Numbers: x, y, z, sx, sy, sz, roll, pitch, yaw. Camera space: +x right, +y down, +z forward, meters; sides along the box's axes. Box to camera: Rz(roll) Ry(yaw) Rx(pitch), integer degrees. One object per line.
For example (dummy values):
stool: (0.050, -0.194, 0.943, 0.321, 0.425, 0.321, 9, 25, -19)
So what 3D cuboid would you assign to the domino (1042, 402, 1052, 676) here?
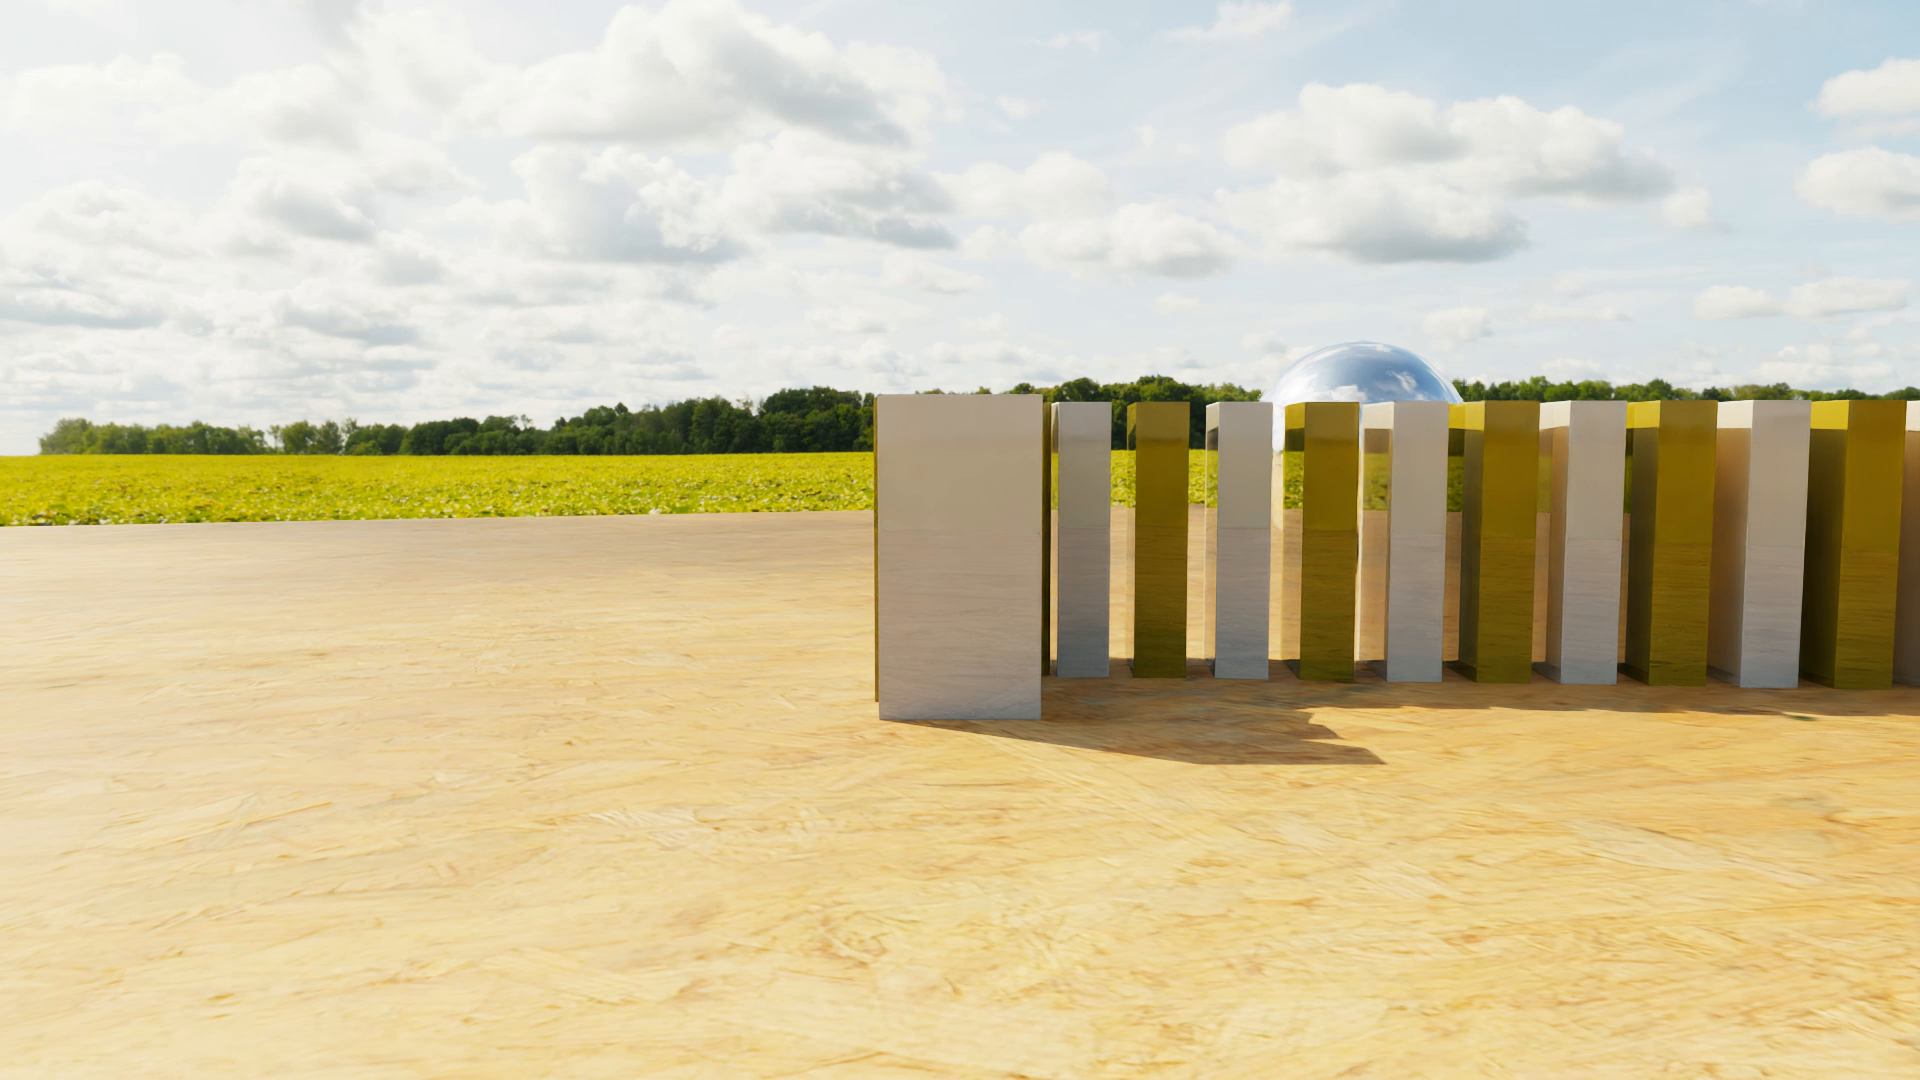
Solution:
domino: (0.007, -0.001, 0.244, 0.009, 0.050, 0.025, -2, 5, -24)

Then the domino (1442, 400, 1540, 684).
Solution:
domino: (0.097, 0.000, 0.239, 0.009, 0.050, 0.025, 0, 4, 3)

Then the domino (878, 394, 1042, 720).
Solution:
domino: (0.000, 0.002, 0.201, 0.025, 0.050, 0.010, 0, 4, 0)

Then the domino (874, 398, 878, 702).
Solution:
domino: (-0.002, 0.001, 0.215, 0.025, 0.050, 0.009, 0, 4, -2)

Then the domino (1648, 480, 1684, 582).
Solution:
domino: (0.233, -0.012, 0.395, 0.025, 0.050, 0.010, -2, 26, -23)

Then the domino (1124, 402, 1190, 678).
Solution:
domino: (0.037, -0.001, 0.244, 0.009, 0.050, 0.025, 0, 4, 4)

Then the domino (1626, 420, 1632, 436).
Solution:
domino: (0.214, -0.014, 0.420, 0.025, 0.050, 0.009, -2, 26, -23)

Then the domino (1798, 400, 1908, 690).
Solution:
domino: (0.157, 0.000, 0.233, 0.009, 0.050, 0.025, 0, 4, 4)

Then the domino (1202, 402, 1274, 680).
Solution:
domino: (0.052, -0.001, 0.243, 0.009, 0.050, 0.025, 0, 4, 6)

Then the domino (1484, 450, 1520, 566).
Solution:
domino: (0.204, -0.016, 0.449, 0.025, 0.050, 0.009, -2, 26, -23)

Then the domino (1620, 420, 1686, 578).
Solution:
domino: (0.227, -0.013, 0.403, 0.025, 0.050, 0.010, -2, 26, -23)

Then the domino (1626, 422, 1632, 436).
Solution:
domino: (0.210, -0.015, 0.429, 0.025, 0.050, 0.010, -2, 26, -23)

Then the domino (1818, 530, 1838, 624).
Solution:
domino: (0.215, -0.004, 0.289, 0.025, 0.050, 0.009, 0, 21, 5)

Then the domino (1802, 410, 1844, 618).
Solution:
domino: (0.214, -0.005, 0.305, 0.025, 0.050, 0.009, 2, 25, 28)

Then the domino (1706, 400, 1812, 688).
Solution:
domino: (0.142, 0.000, 0.234, 0.009, 0.050, 0.025, 0, 4, 6)

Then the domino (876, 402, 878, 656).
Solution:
domino: (-0.002, 0.000, 0.229, 0.025, 0.050, 0.009, 2, 5, 23)

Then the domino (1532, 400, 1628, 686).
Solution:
domino: (0.112, 0.000, 0.238, 0.009, 0.050, 0.025, 0, 4, 5)

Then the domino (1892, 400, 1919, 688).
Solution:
domino: (0.173, 0.000, 0.232, 0.009, 0.050, 0.025, 0, 4, 0)

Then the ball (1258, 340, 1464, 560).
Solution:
ball: (0.146, -0.033, 0.470, 0.080, 0.080, 0.080, 0, 4, 0)

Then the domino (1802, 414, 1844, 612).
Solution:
domino: (0.222, -0.006, 0.314, 0.025, 0.050, 0.010, 3, 28, 31)

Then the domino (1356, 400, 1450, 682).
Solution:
domino: (0.082, 0.000, 0.240, 0.009, 0.050, 0.025, 0, 4, 5)

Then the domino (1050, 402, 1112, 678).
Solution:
domino: (0.022, -0.001, 0.245, 0.009, 0.050, 0.025, 0, 4, -2)

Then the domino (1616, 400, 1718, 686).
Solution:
domino: (0.127, 0.000, 0.236, 0.009, 0.050, 0.025, 0, 4, 6)

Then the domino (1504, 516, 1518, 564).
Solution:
domino: (0.207, -0.015, 0.439, 0.025, 0.050, 0.009, -2, 26, -23)

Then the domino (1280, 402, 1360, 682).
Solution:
domino: (0.067, -0.001, 0.241, 0.009, 0.050, 0.025, 0, 4, 6)

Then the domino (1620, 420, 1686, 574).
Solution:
domino: (0.220, -0.013, 0.411, 0.025, 0.050, 0.009, -3, 26, -23)
